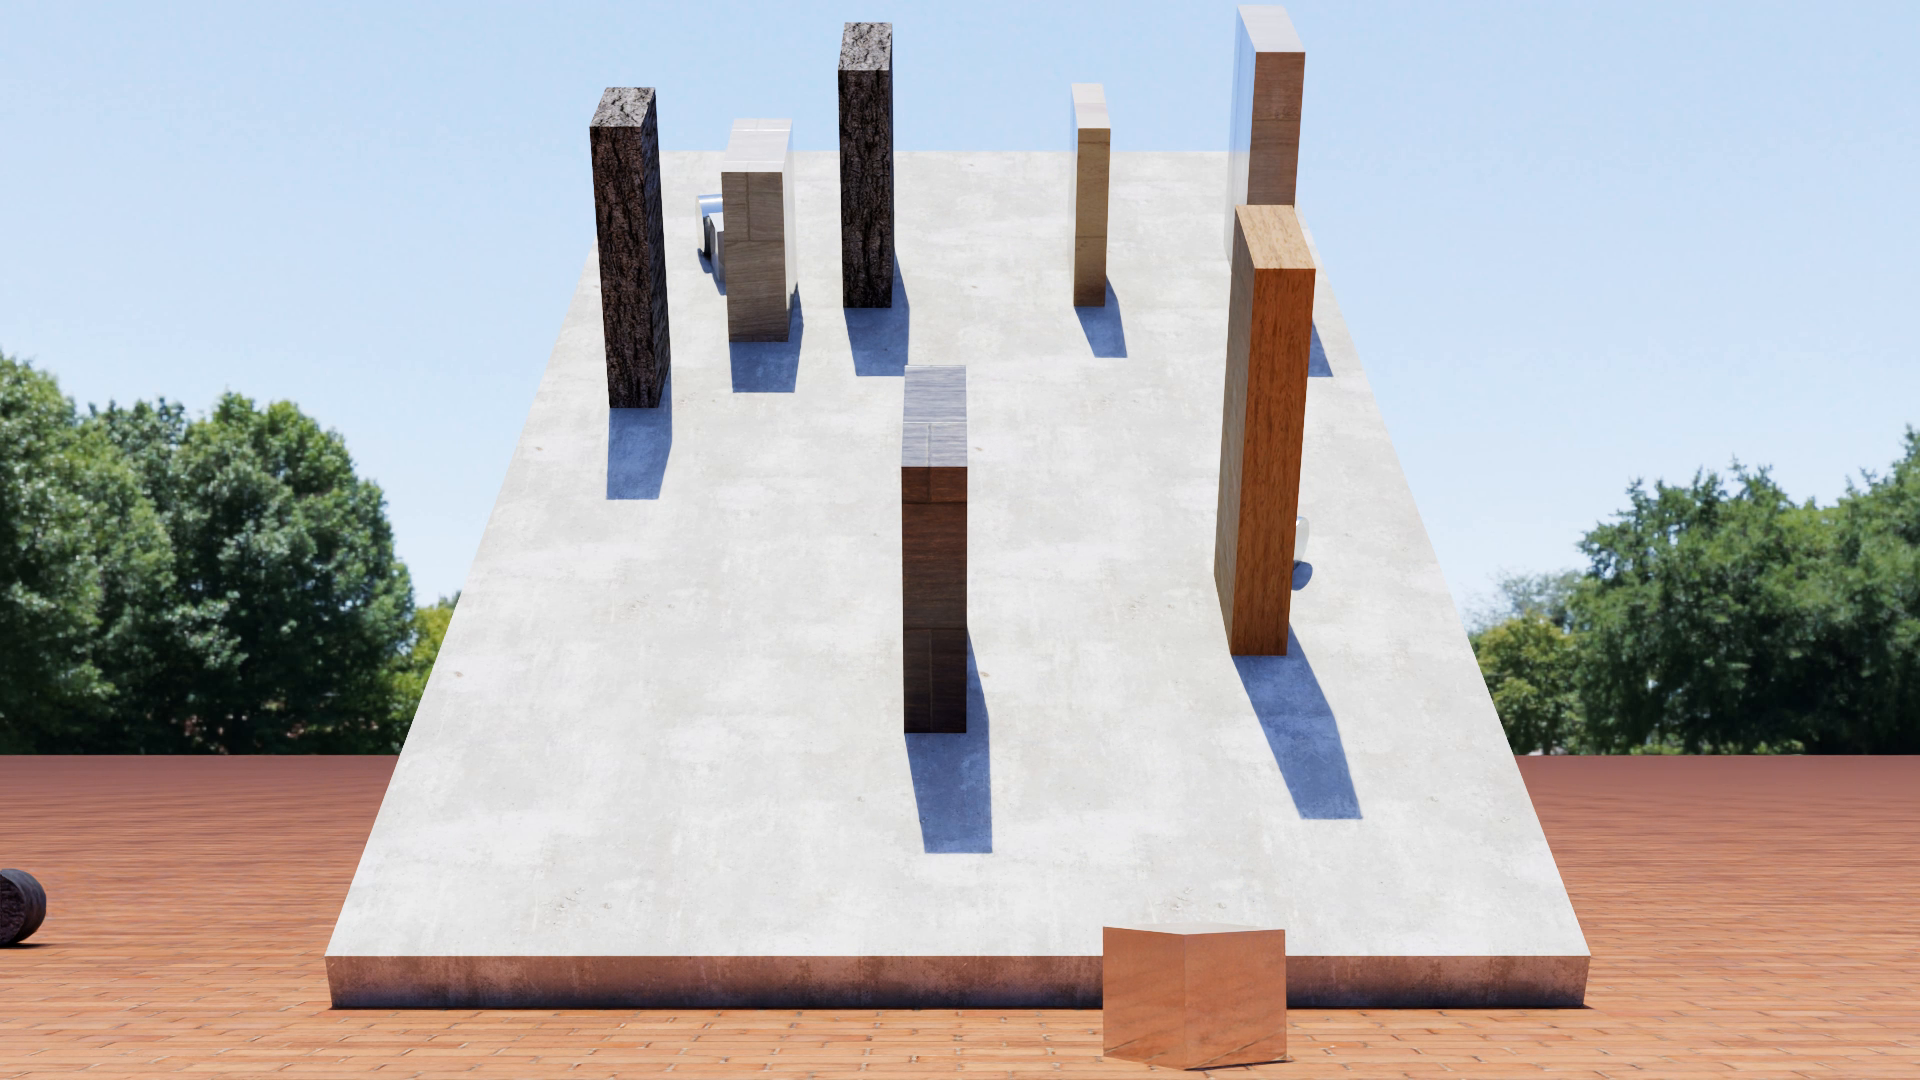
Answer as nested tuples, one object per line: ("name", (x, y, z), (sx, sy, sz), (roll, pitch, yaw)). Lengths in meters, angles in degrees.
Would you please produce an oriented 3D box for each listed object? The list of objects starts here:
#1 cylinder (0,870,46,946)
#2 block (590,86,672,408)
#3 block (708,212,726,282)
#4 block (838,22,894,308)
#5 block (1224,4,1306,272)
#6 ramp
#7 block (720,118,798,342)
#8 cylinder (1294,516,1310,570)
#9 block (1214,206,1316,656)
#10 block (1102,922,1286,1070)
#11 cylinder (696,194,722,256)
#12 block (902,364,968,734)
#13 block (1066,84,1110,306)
("cylinder", (-2.006, 0.768, 4.958), (0.156, 0.156, 0.156), (0, -5, -5))
("block", (-0.769, -0.684, 5.581), (0.115, 0.686, 0.298), (0, 28, 0))
("block", (-0.588, -0.789, 6.370), (0.142, 0.142, 0.142), (-6, 28, -12))
("block", (-0.241, -0.983, 6.217), (0.126, 0.630, 0.439), (0, 28, 0))
("block", (0.792, -1.013, 6.237), (0.123, 0.670, 0.441), (0, 28, 0))
("ramp", (-0.011, -0.224, 5.554), (2.000, 0.100, 4.000), (0, 28, 0))
("block", (-0.506, -0.792, 6.049), (0.149, 0.445, 0.422), (0, 28, 0))
("cylinder", (0.647, -0.005, 4.910), (0.111, 0.111, 0.111), (15, 2, 26))
("block", (0.576, -0.207, 4.556), (0.108, 0.795, 0.332), (0, 28, 0))
("block", (0.311, 0.602, 3.165), (0.172, 0.172, 0.172), (3, -6, -34))
("cylinder", (-0.630, -0.865, 6.495), (0.162, 0.162, 0.162), (-6, -4, -12))
("block", (-0.046, 0.011, 4.410), (0.115, 0.540, 0.439), (0, 28, 0))
("block", (0.335, -0.908, 6.239), (0.082, 0.480, 0.385), (0, 28, 0))
